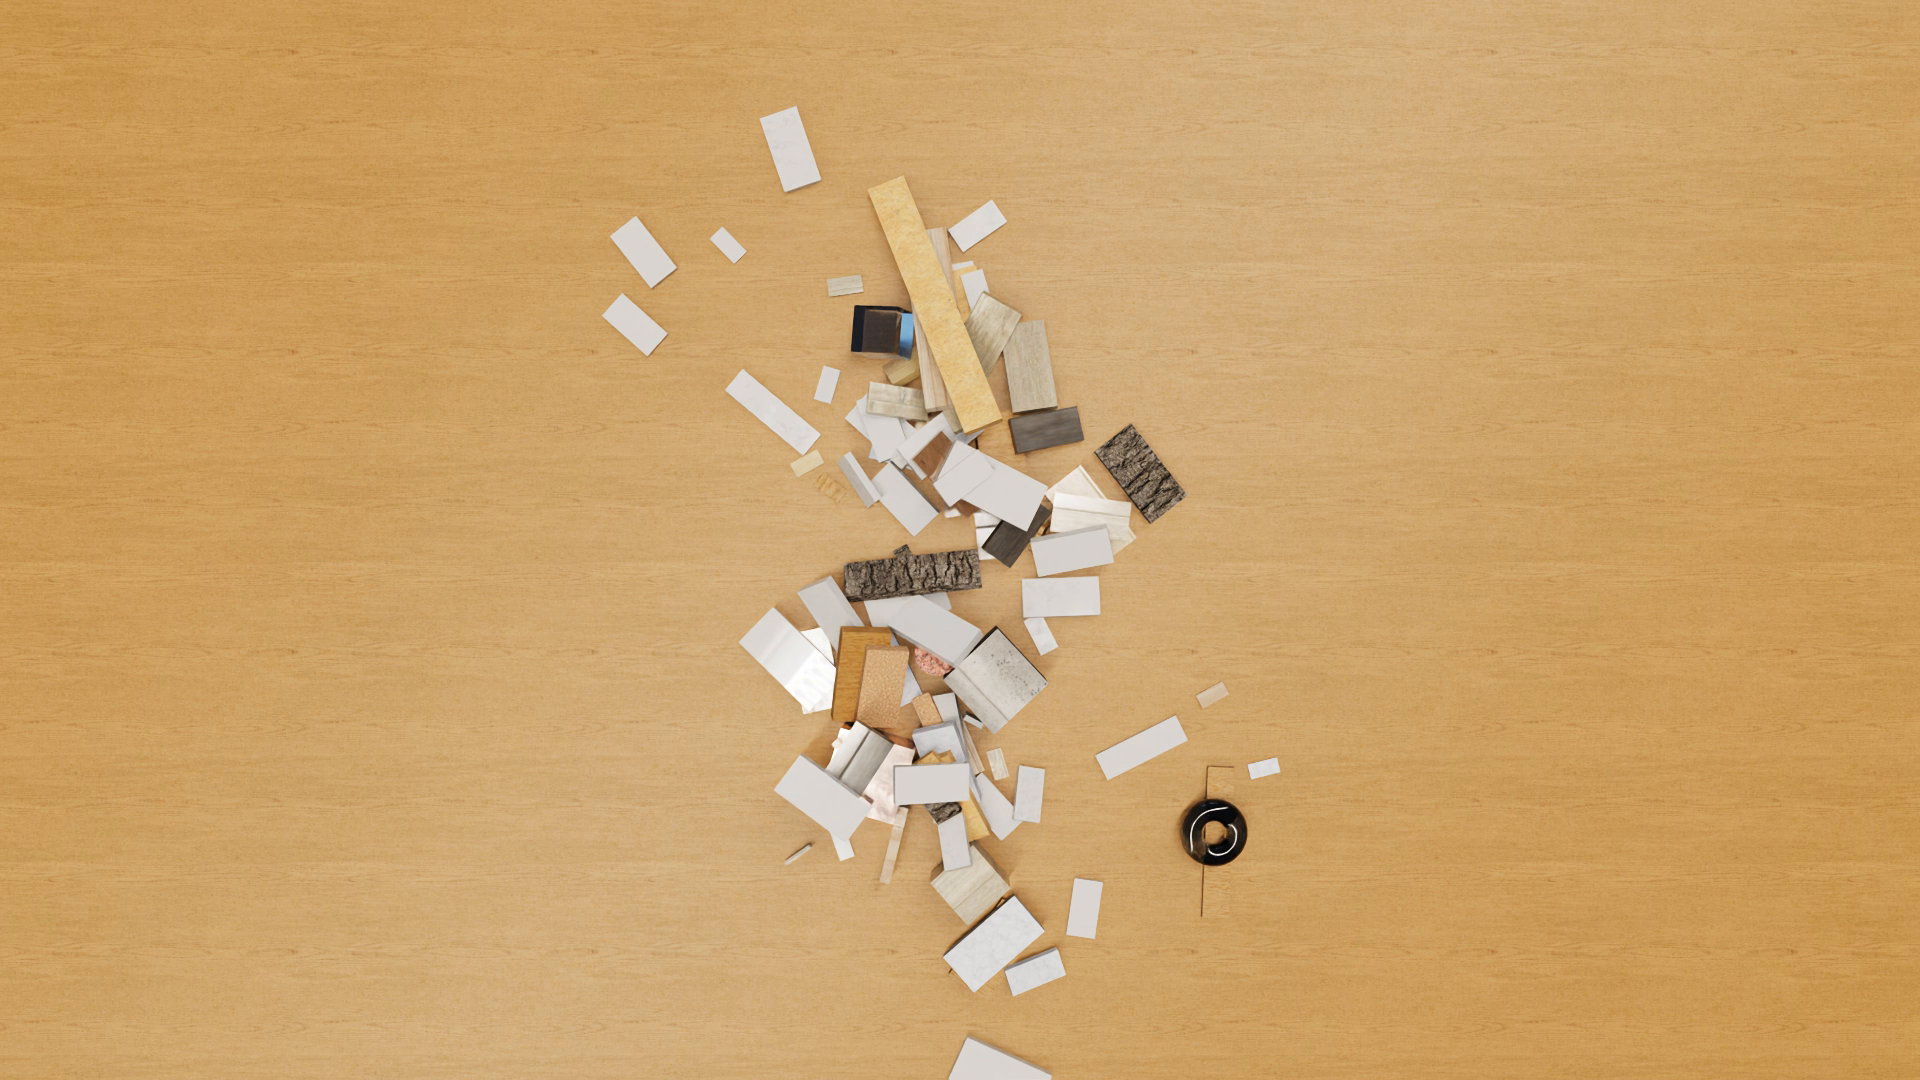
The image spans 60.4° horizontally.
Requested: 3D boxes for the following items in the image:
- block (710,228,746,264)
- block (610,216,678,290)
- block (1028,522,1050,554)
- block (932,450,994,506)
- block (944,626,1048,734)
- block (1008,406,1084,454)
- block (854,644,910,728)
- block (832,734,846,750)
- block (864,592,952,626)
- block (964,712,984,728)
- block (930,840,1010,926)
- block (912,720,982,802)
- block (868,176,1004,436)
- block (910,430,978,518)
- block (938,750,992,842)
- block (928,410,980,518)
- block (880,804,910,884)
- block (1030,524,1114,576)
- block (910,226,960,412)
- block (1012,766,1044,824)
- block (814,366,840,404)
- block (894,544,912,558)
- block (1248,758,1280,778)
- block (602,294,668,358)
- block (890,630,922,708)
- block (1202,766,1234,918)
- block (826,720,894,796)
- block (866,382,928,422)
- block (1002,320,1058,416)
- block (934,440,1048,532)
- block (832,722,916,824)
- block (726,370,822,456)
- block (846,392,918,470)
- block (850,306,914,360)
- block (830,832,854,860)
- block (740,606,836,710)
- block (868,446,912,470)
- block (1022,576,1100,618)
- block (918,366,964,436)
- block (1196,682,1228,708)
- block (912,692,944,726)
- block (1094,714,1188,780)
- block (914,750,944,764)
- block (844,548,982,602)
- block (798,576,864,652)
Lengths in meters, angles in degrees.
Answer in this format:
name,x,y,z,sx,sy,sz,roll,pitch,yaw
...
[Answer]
name,x,y,z,sx,sy,sz,roll,pitch,yaw
block,-0.771,-0.980,5.492,0.058,0.016,0.115,-45,90,0
block,-1.050,-0.955,5.485,0.109,0.031,0.219,-38,90,0
block,0.261,-0.007,5.455,0.015,0.051,0.103,32,115,13
block,0.011,-0.199,5.286,0.184,0.026,0.092,-38,99,-7
block,0.115,0.452,5.381,0.239,0.239,0.239,-43,90,0
block,0.285,-0.363,5.453,0.234,0.033,0.117,-12,86,-14
block,-0.257,0.479,5.384,0.140,0.040,0.280,4,111,-16
block,-0.356,0.669,5.246,0.050,0.014,0.101,-43,90,0
block,-0.176,0.208,5.463,0.267,0.038,0.134,-19,90,-6
block,0.045,0.592,5.436,0.064,0.129,0.018,28,90,0
block,0.033,1.114,5.408,0.184,0.184,0.184,-41,90,0
block,-0.041,0.737,5.385,0.143,0.041,0.286,-15,107,13
block,-0.084,-0.770,5.365,0.128,0.036,0.912,-22,75,1
block,-0.021,-0.213,5.360,0.133,0.038,0.265,-45,102,-6
block,-0.030,0.846,5.380,0.143,0.041,0.311,-22,105,16
block,-0.026,-0.290,5.456,0.117,0.033,0.422,-10,88,0
block,-0.216,0.996,5.440,0.034,0.121,0.254,14,90,0
block,0.369,0.034,5.422,0.254,0.036,0.127,-11,115,7
block,-0.076,-0.723,5.394,0.149,0.042,0.613,-9,76,4
block,0.227,0.841,5.454,0.089,0.025,0.177,10,74,-13
block,-0.442,-0.516,5.492,0.058,0.016,0.115,17,90,0
block,-0.176,0.071,5.493,0.053,0.015,0.105,-28,90,0
block,1.011,0.760,5.493,0.100,0.014,0.050,-14,90,0
block,-1.079,-0.715,5.486,0.202,0.029,0.101,42,90,0
block,-0.228,0.435,5.483,0.121,0.034,0.241,-26,90,0
block,0.858,1.005,5.487,0.089,0.025,0.501,2,90,0
block,-0.341,0.723,5.219,0.140,0.040,0.280,33,96,0
block,-0.204,-0.451,5.399,0.202,0.029,0.101,8,77,-14
block,0.226,-0.571,5.454,0.149,0.042,0.298,-9,80,0
block,0.099,-0.176,5.341,0.340,0.046,0.162,27,88,-12
block,-0.296,0.753,5.377,0.247,0.247,0.247,17,90,0
block,-0.621,-0.424,5.487,0.339,0.026,0.092,40,90,0
block,-0.242,-0.365,5.455,0.257,0.036,0.128,42,92,7
block,-0.253,-0.679,5.403,0.152,0.152,0.152,5,90,19
block,-0.391,1.012,5.493,0.050,0.014,0.101,-19,90,0
block,-0.555,0.391,5.439,0.323,0.046,0.162,44,90,0
block,-0.219,-0.277,5.493,0.162,0.015,0.051,16,90,0
block,0.334,0.191,5.472,0.254,0.036,0.127,-2,80,0
block,-0.027,-0.477,5.373,0.109,0.031,0.258,-27,74,-4
block,0.840,0.516,5.493,0.100,0.014,0.050,-29,90,0
block,-0.103,0.567,5.396,0.064,0.018,0.129,-24,90,12
block,0.603,0.690,5.487,0.298,0.026,0.092,-27,90,0
block,-0.065,0.772,5.322,0.092,0.026,0.184,-37,101,19
block,-0.156,0.117,5.430,0.447,0.038,0.134,-6,54,0
block,-0.408,0.252,5.414,0.133,0.038,0.265,-22,108,36
